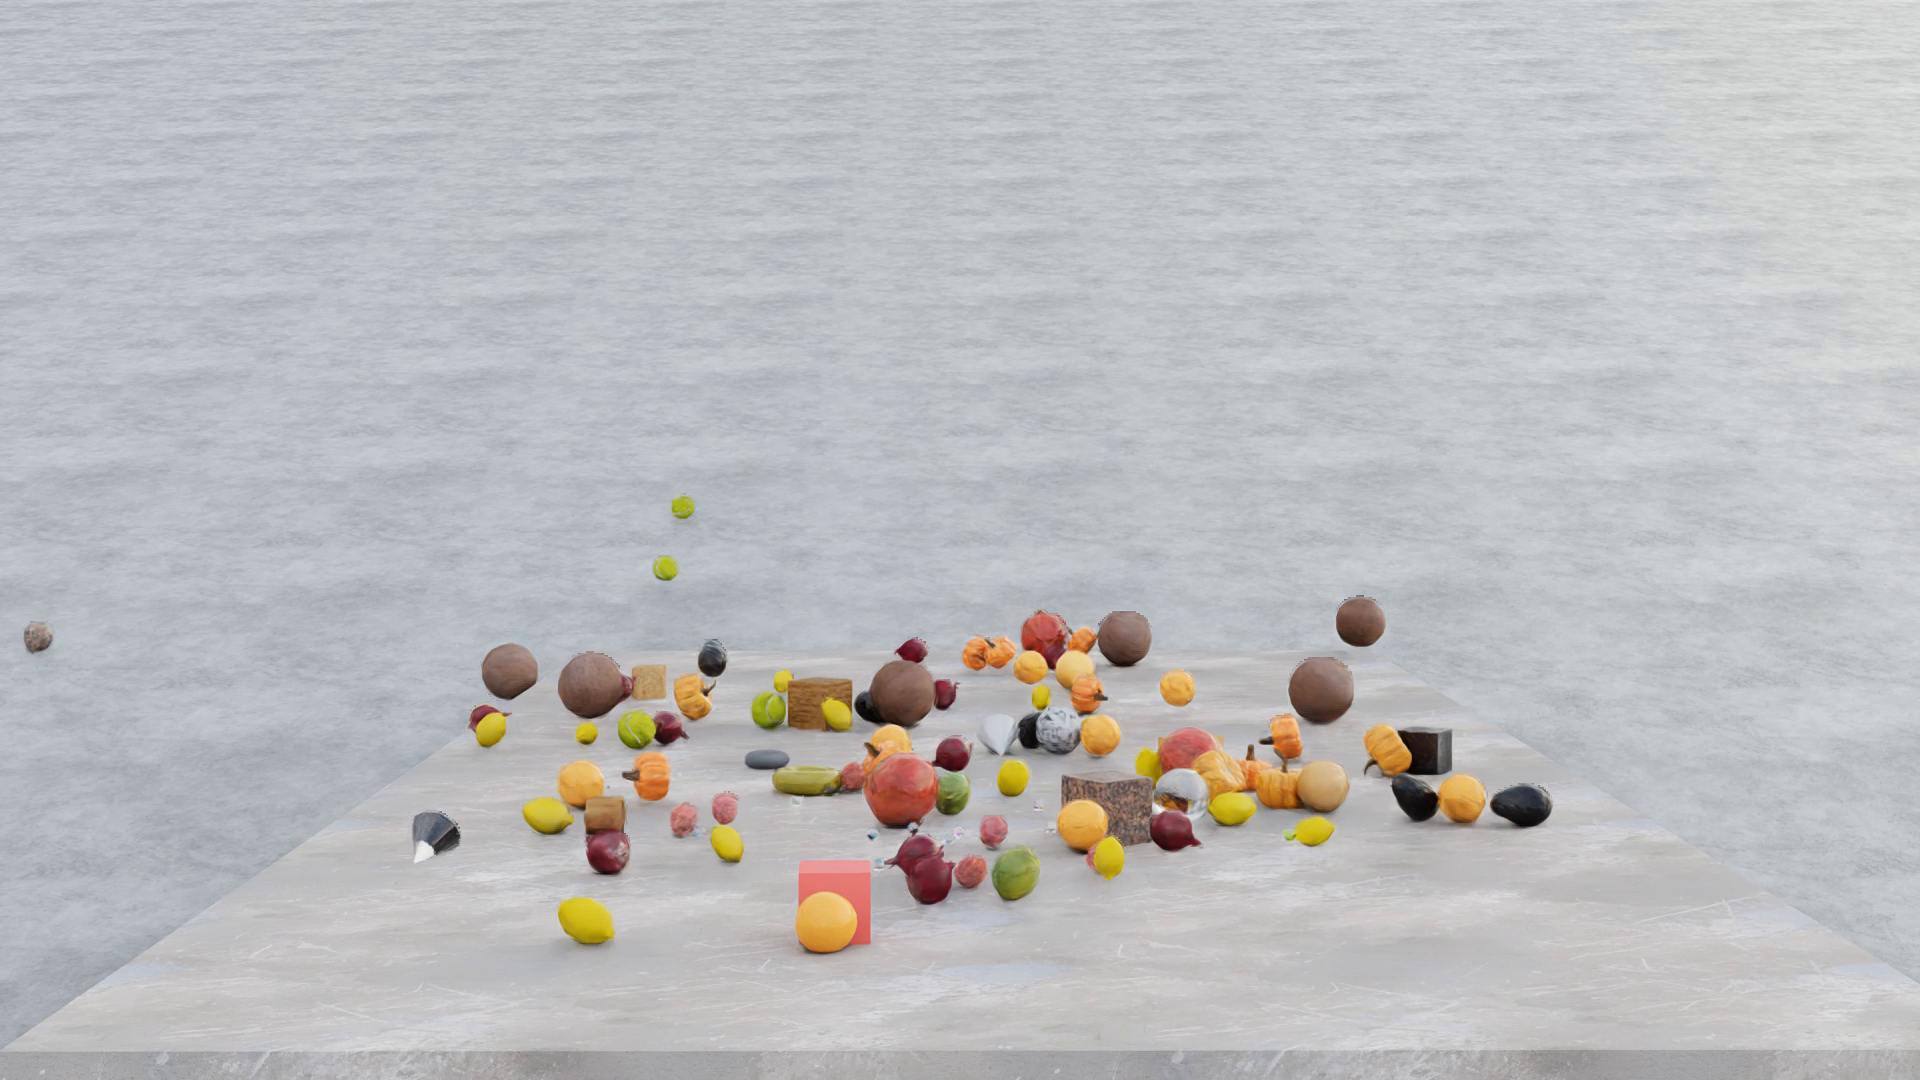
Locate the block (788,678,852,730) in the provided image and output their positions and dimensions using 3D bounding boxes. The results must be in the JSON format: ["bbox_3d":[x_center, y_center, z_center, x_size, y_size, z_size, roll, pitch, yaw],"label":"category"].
[{"bbox_3d":[-0.273,0.319,5.031,0.090,0.090,0.090,2,4,34],"label":"block"}]

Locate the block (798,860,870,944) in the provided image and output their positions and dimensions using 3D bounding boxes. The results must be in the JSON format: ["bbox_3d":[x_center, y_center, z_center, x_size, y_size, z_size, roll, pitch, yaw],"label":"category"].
[{"bbox_3d":[-0.149,0.431,3.064,0.085,0.085,0.085,0,3,-2],"label":"block"}]

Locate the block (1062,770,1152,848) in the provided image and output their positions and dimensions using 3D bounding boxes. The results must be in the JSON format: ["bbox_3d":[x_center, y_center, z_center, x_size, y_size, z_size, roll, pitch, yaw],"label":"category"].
[{"bbox_3d":[0.213,0.389,3.726,0.094,0.094,0.094,-2,4,-36],"label":"block"}]

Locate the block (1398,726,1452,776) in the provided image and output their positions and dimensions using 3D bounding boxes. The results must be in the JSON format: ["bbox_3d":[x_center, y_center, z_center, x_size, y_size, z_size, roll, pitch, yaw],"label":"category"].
[{"bbox_3d":[0.799,0.362,4.415,0.072,0.072,0.072,2,4,30],"label":"block"}]

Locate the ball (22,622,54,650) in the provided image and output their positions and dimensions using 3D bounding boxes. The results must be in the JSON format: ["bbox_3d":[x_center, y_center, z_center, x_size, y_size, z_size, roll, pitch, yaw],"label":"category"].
[{"bbox_3d":[-2.423,0.254,6.756,0.077,0.077,0.077,0,21,0],"label":"ball"}]

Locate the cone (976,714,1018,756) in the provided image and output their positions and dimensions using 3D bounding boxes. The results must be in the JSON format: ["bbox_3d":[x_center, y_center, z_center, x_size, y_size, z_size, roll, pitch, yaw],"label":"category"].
[{"bbox_3d":[0.072,0.368,4.641,0.078,0.078,0.078,-2,30,-4],"label":"cone"}]

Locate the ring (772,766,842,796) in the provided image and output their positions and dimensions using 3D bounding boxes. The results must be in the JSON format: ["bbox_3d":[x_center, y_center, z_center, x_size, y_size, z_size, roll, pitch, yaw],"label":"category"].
[{"bbox_3d":[-0.249,0.392,4.192,0.117,0.039,0.117,1,2,0],"label":"ring"}]

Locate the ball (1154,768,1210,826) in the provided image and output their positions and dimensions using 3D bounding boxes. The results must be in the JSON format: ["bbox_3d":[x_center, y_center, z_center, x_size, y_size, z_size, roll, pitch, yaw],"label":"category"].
[{"bbox_3d":[0.334,0.386,3.864,0.086,0.086,0.086,0,21,0],"label":"ball"}]

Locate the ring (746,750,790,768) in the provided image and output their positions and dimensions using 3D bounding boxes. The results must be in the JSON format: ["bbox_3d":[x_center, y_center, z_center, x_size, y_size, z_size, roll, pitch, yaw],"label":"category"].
[{"bbox_3d":[-0.336,0.382,4.482,0.077,0.026,0.077,0,4,0],"label":"ring"}]

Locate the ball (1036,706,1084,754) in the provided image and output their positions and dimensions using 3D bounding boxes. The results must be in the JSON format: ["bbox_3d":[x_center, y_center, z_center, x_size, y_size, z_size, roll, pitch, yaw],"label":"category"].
[{"bbox_3d":[0.179,0.343,4.628,0.088,0.088,0.088,0,21,0],"label":"ball"}]

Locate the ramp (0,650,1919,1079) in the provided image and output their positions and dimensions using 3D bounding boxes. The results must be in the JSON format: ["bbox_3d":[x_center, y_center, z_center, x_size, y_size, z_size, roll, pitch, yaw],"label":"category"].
[{"bbox_3d":[0.049,0.442,4.532,2.000,0.100,4.000,0,3,0],"label":"ramp"}]

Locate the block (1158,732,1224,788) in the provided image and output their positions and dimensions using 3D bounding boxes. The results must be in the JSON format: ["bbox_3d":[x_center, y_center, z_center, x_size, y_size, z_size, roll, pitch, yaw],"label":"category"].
[{"bbox_3d":[0.384,0.366,4.257,0.082,0.082,0.082,2,4,29],"label":"block"}]

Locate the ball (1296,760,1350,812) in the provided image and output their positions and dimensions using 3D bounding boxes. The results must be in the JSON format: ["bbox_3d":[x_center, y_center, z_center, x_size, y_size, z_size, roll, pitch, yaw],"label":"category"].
[{"bbox_3d":[0.563,0.382,3.986,0.081,0.081,0.081,0,21,0],"label":"ball"}]

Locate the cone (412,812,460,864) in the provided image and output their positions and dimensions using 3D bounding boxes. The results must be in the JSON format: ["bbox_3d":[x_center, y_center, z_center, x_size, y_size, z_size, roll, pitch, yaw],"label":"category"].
[{"bbox_3d":[-0.745,0.429,3.580,0.072,0.072,0.072,5,31,13],"label":"cone"}]

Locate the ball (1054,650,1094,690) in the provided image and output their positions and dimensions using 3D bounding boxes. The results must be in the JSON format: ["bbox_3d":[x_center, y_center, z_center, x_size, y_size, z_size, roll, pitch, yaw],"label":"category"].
[{"bbox_3d":[0.252,0.287,5.650,0.086,0.086,0.086,0,21,0],"label":"ball"}]

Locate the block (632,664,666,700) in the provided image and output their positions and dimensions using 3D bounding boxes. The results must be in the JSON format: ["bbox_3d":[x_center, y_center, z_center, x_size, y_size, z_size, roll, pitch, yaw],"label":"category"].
[{"bbox_3d":[-0.666,0.304,5.509,0.067,0.067,0.067,0,3,-1],"label":"block"}]
